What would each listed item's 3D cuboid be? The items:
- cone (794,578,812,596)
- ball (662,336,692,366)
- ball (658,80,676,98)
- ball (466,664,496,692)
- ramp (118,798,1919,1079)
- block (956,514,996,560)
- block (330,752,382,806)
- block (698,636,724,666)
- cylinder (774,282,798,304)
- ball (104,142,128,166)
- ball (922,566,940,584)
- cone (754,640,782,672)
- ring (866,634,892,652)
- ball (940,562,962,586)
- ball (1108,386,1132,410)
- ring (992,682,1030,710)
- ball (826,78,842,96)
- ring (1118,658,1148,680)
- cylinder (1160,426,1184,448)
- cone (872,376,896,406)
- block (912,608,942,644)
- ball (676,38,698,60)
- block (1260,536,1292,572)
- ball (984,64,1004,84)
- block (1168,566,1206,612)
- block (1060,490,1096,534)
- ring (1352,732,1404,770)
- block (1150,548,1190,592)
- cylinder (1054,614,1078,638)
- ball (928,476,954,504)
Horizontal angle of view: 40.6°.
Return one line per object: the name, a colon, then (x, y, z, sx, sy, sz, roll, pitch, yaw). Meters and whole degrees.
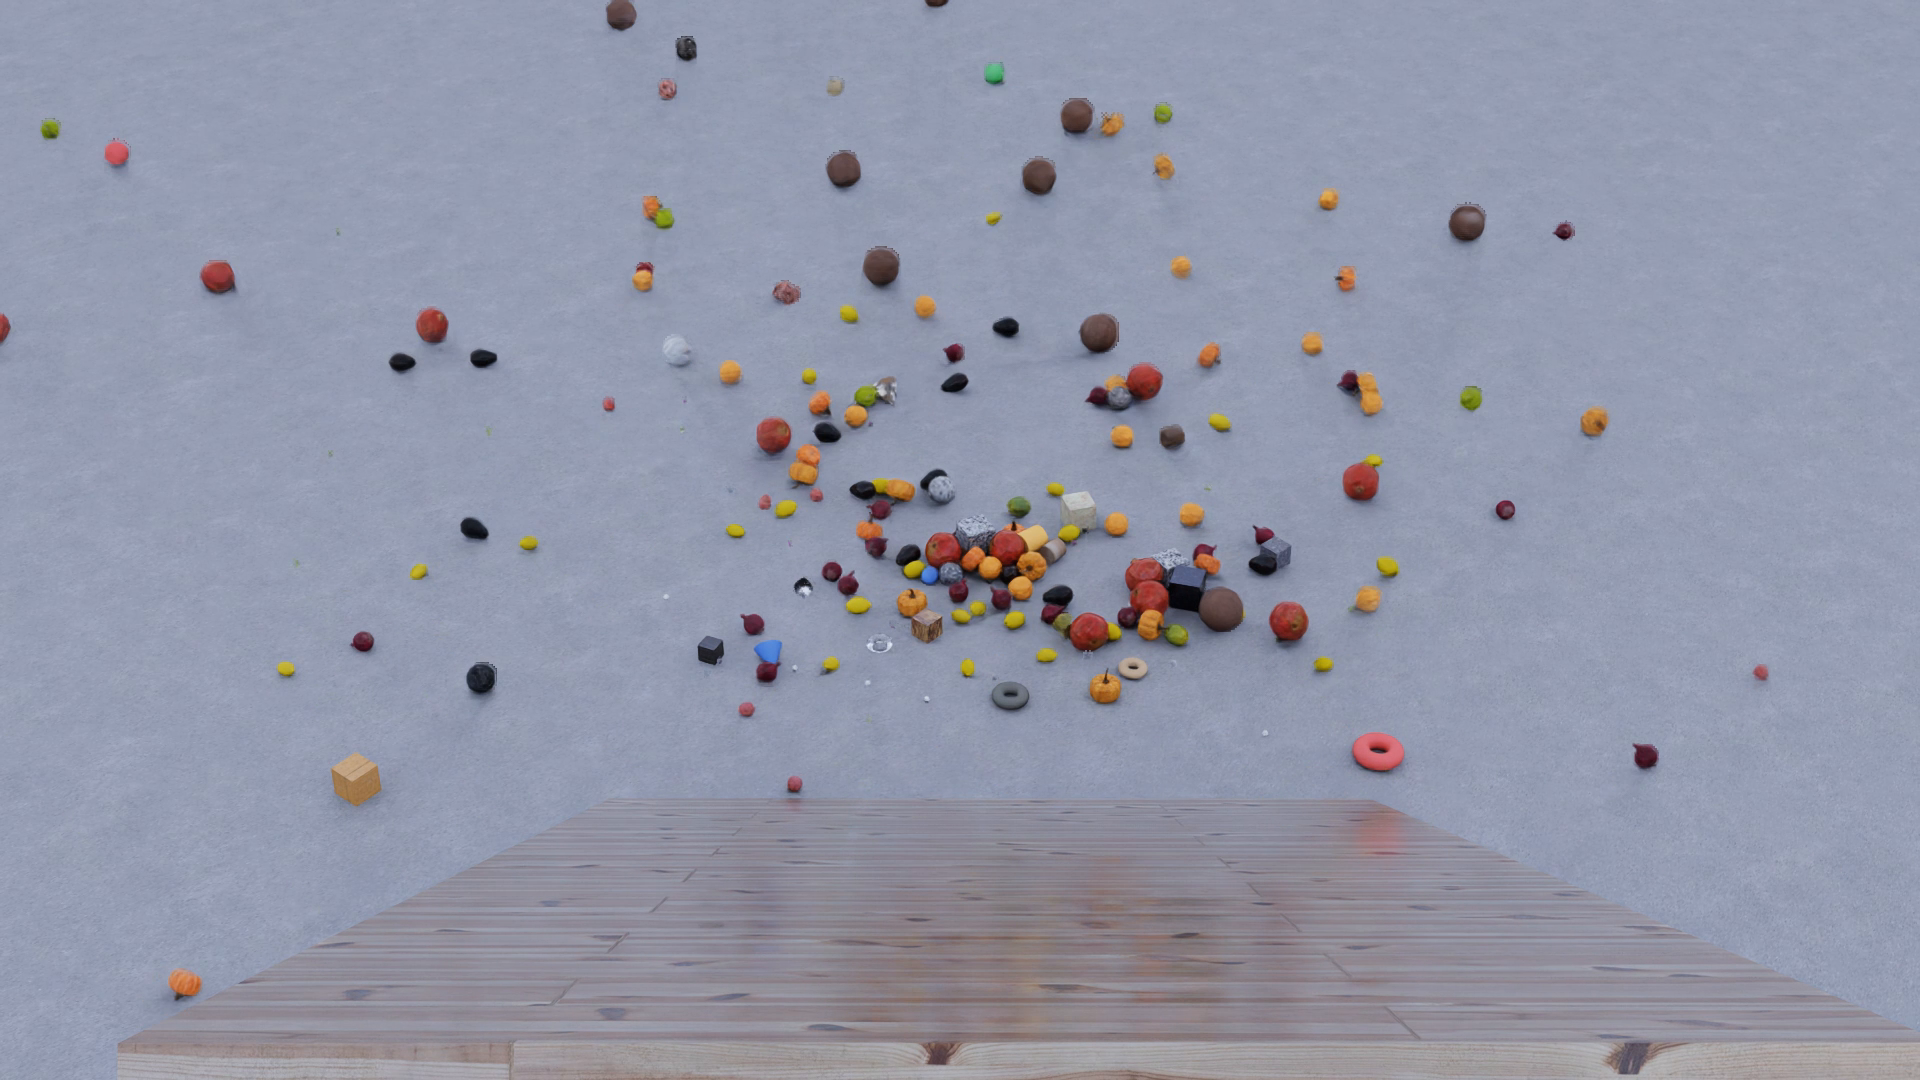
cone: (-0.468, 0.137, 7.732, 0.052, 0.052, 0.052, -3, 8, -5)
ball: (-0.954, -0.637, 8.767, 0.097, 0.097, 0.097, 0, 35, 0)
ball: (-1.178, -1.816, 10.460, 0.075, 0.075, 0.075, 0, 35, 0)
ball: (-1.351, 0.390, 7.322, 0.082, 0.082, 0.082, 0, 35, 0)
ramp: (0.078, 0.666, 4.841, 2.000, 0.100, 4.000, 0, -2, 0)
block: (0.048, -0.008, 7.879, 0.090, 0.090, 0.090, -16, 38, -21)
block: (-1.618, 0.641, 6.961, 0.087, 0.087, 0.087, 25, 42, 31)
block: (-0.715, 0.316, 7.451, 0.054, 0.054, 0.054, 15, 38, 20)
cylinder: (-0.612, -0.866, 9.122, 0.062, 0.062, 0.062, -28, 44, -34)
ball: (-3.241, -1.486, 9.979, 0.090, 0.090, 0.090, 0, 35, 0)
ball: (-0.088, 0.104, 7.753, 0.053, 0.053, 0.053, 0, 35, 0)
cone: (-0.540, 0.342, 7.429, 0.083, 0.083, 0.083, -9, 63, -12)
ring: (-0.232, 0.297, 7.502, 0.078, 0.026, 0.078, 0, 34, 0)
ball: (-0.028, 0.101, 7.744, 0.068, 0.068, 0.068, 0, 35, 0)
ball: (0.523, -0.464, 8.536, 0.079, 0.079, 0.079, 0, 35, 0)
ring: (0.142, 0.437, 7.296, 0.106, 0.035, 0.106, 1, 35, -1)
ball: (-0.506, -1.826, 10.481, 0.068, 0.068, 0.068, 0, 35, 0)
ring: (0.493, 0.366, 7.403, 0.084, 0.028, 0.084, 1, 35, -1)
cylinder: (0.683, -0.331, 8.366, 0.060, 0.060, 0.060, -13, 37, -18)
cone: (-0.233, -0.475, 8.586, 0.092, 0.092, 0.092, -16, 65, -21)
block: (-0.096, 0.249, 7.538, 0.064, 0.064, 0.064, 27, 43, 33)
ball: (-1.131, -2.032, 10.756, 0.089, 0.089, 0.089, 0, 35, 0)
block: (0.951, 0.042, 7.830, 0.066, 0.066, 0.066, -28, 44, -33)
ball: (0.138, -1.897, 10.570, 0.082, 0.082, 0.082, 0, 35, 0)
block: (0.670, 0.143, 7.664, 0.091, 0.091, 0.091, 10, 36, 14)
block: (0.364, -0.085, 7.993, 0.086, 0.086, 0.086, -10, 36, -14)
ring: (1.141, 0.577, 7.087, 0.140, 0.047, 0.140, 1, 34, 0)
block: (0.626, 0.088, 7.750, 0.083, 0.083, 0.083, -19, 39, -25)
cylinder: (0.307, 0.251, 7.545, 0.053, 0.053, 0.053, -22, 40, -28)
ball: (-0.060, -0.157, 8.096, 0.084, 0.084, 0.084, 0, 35, 0)
